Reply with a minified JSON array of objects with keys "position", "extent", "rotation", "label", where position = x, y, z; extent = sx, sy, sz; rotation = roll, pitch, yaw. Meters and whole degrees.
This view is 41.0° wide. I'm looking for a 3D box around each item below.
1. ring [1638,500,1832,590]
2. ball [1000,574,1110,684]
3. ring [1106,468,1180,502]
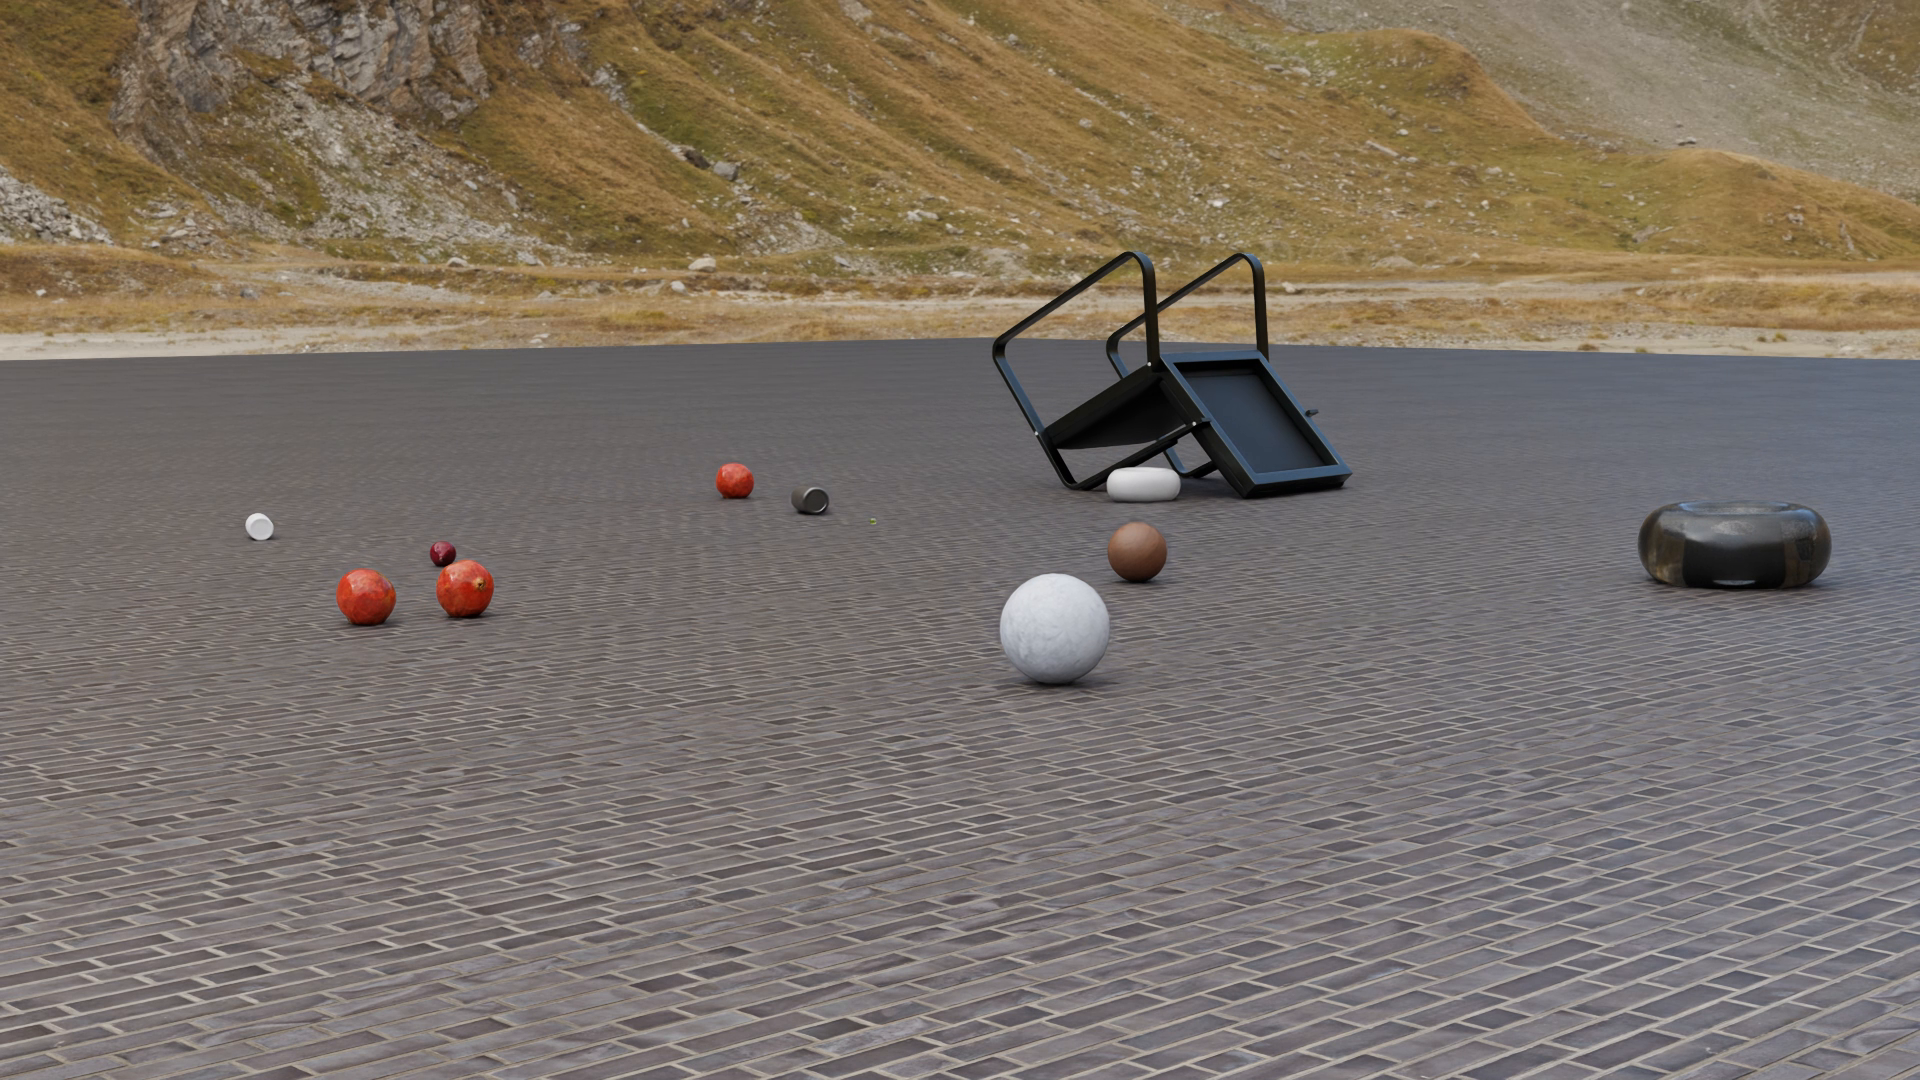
[{"position":[1.668,0.009,5.530],"extent":[0.402,0.165,0.387],"rotation":[0,7,12],"label":"ring"},{"position":[0.154,0.143,4.149],"extent":[0.179,0.179,0.179],"rotation":[0,6,0],"label":"ball"},{"position":[0.539,-0.161,7.533],"extent":[0.255,0.093,0.175],"rotation":[-4,9,-41],"label":"ring"}]
